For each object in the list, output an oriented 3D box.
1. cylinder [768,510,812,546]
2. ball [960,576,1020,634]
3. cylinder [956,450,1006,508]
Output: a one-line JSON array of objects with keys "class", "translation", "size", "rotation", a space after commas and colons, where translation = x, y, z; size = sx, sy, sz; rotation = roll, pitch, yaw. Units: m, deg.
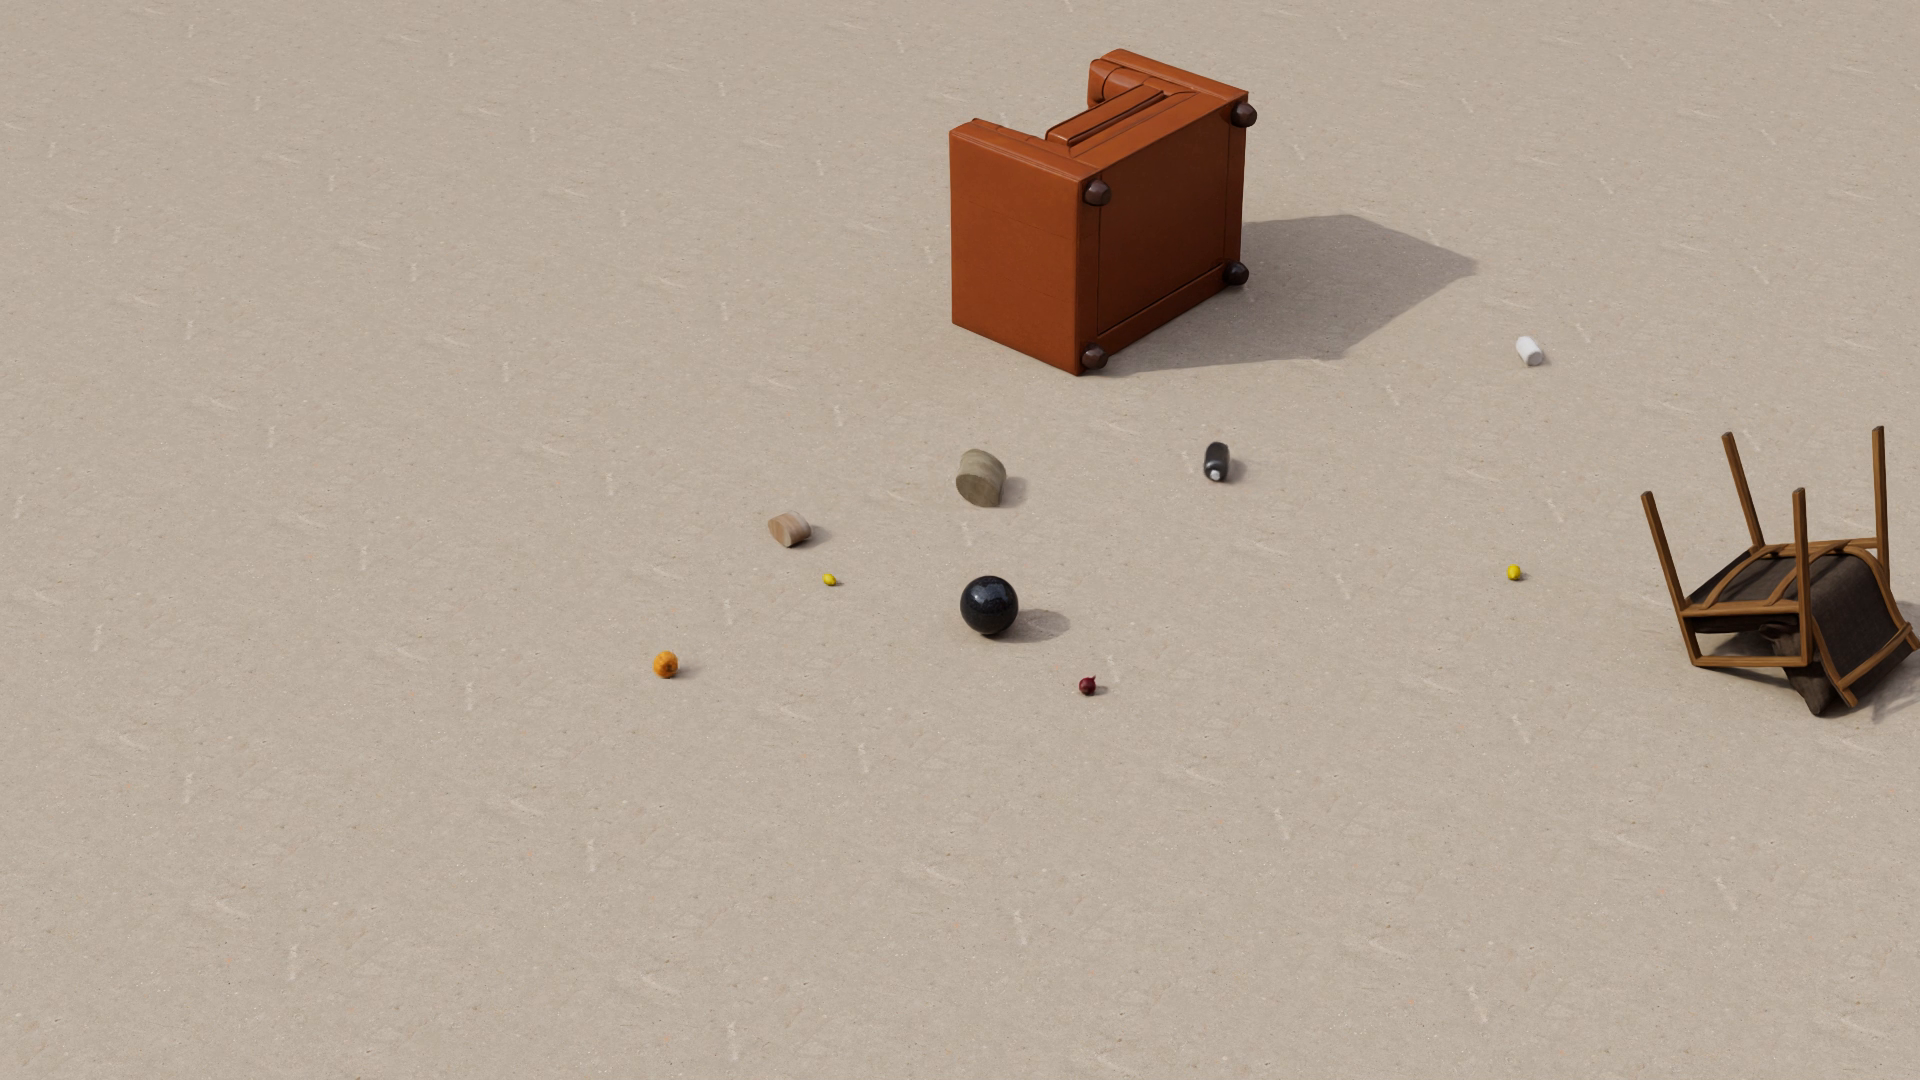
[{"class": "cylinder", "translation": [-0.635, -0.044, 10.927], "size": [0.094, 0.092, 0.147], "rotation": [-25, 44, -32]}, {"class": "ball", "translation": [0.104, 0.230, 10.403], "size": [0.212, 0.212, 0.212], "rotation": [0, 33, 0]}, {"class": "cylinder", "translation": [0.078, -0.236, 11.172], "size": [0.186, 0.122, 0.180], "rotation": [32, 33, -11]}]
